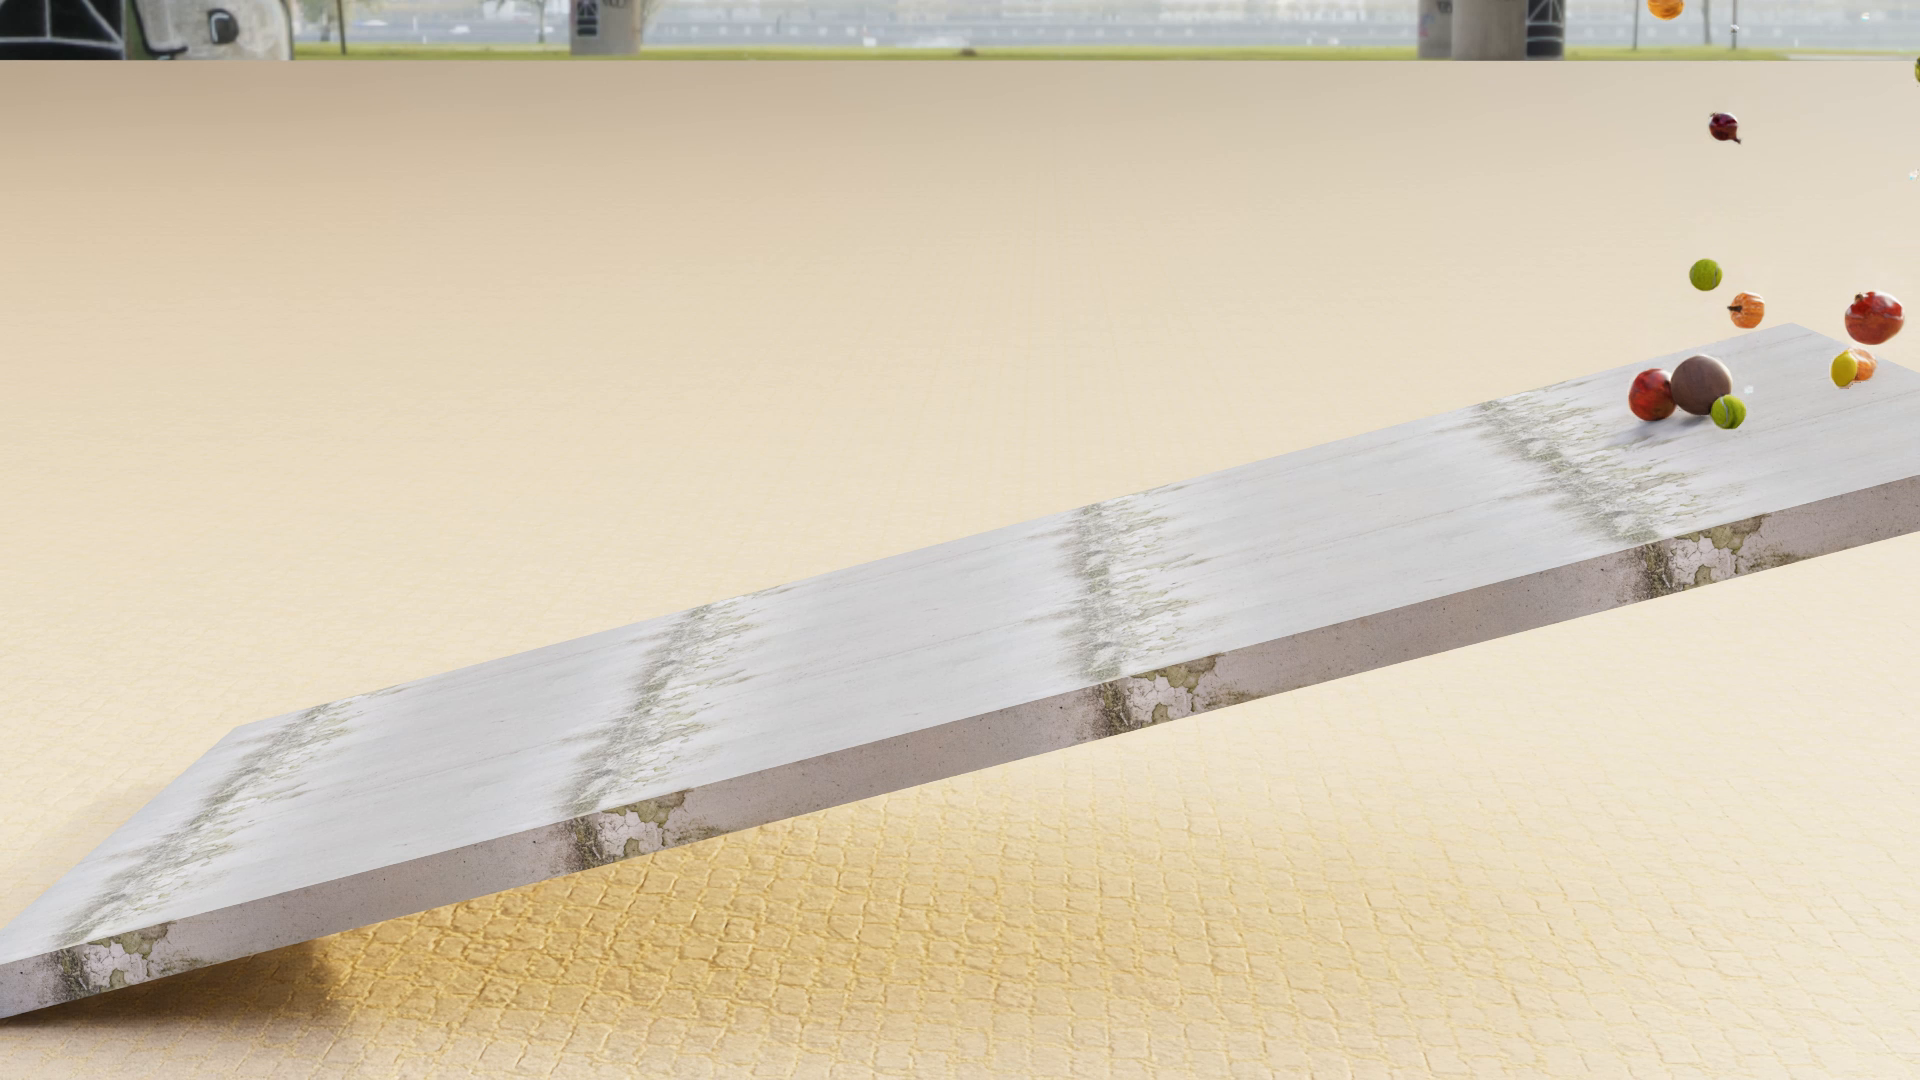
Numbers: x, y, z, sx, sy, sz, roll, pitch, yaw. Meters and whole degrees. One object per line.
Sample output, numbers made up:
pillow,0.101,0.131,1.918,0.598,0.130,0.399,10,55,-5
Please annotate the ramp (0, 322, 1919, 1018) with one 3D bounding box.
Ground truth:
ramp,0.079,0.191,6.331,4.000,0.100,2.000,-15,9,4
